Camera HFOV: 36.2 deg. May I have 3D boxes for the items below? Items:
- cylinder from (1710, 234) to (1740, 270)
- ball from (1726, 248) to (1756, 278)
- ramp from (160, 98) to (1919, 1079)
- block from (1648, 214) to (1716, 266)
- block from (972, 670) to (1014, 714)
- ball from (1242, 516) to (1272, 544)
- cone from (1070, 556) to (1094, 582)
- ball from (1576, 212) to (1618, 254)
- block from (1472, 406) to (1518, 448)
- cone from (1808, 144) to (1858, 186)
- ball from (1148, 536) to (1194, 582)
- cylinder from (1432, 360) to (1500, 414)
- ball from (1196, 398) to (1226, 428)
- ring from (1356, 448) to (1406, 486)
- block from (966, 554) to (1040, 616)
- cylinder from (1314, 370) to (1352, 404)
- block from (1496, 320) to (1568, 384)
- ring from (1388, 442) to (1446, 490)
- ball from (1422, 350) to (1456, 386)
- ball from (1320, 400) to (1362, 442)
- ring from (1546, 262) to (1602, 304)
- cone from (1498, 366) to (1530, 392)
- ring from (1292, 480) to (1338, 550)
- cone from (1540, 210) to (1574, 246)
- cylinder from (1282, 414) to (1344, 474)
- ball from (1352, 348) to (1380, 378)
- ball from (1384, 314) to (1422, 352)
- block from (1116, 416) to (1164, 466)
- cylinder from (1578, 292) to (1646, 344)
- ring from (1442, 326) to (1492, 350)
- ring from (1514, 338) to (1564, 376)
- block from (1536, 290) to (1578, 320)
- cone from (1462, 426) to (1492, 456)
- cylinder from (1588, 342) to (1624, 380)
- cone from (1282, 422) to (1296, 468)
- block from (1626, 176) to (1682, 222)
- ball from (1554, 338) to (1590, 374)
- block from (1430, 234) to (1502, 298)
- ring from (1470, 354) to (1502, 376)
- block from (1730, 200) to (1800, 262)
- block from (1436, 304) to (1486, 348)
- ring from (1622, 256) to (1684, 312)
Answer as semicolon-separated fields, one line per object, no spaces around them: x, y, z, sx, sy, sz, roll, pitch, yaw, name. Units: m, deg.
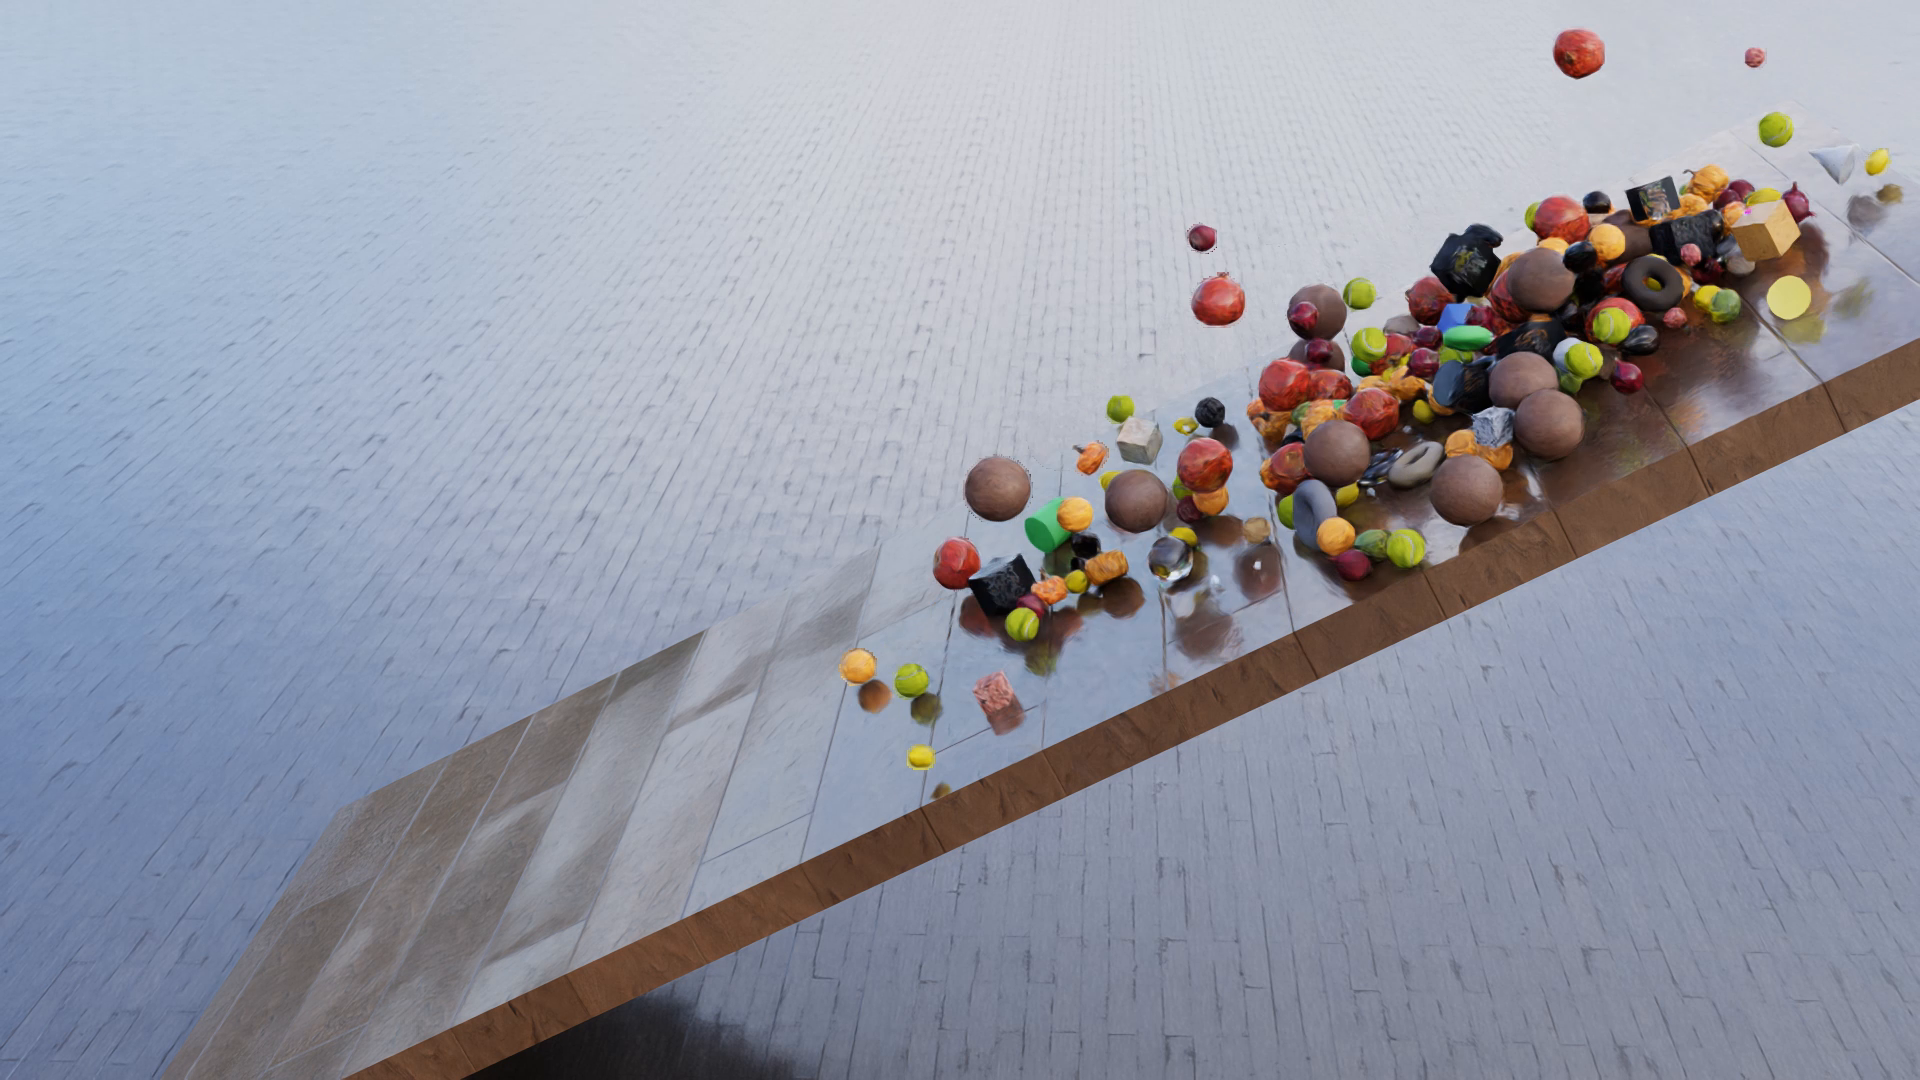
1.541;-0.580;5.904;0.054;0.054;0.054;-30;21;-3;cylinder
1.536;-0.545;5.784;0.056;0.056;0.056;0;17;0;ball
0.140;0.167;6.281;4.000;0.100;2.000;-26;14;10;ramp
1.441;-0.598;5.871;0.085;0.085;0.085;-16;6;-17;block
0.065;0.293;5.655;0.054;0.054;0.054;-23;15;21;block
0.581;-0.019;5.758;0.055;0.055;0.055;0;17;0;ball
0.246;0.072;6.128;0.052;0.052;0.052;15;38;-12;cone
1.315;-0.633;6.073;0.087;0.087;0.087;0;17;0;ball
0.979;-0.207;5.382;0.055;0.055;0.055;-22;20;-28;block
1.760;-0.775;5.964;0.089;0.089;0.089;26;28;27;cone
0.416;0.038;5.806;0.092;0.092;0.092;0;17;0;ball
0.995;-0.298;5.780;0.093;0.093;0.093;15;8;-31;cylinder
0.573;-0.291;6.725;0.070;0.070;0.070;0;17;0;ball
0.827;-0.144;5.772;0.109;0.036;0.109;-28;14;8;ring
0.092;0.096;6.226;0.092;0.092;0.092;-38;16;-33;block
0.812;-0.330;6.392;0.057;0.057;0.057;-42;-4;29;cylinder
1.127;-0.367;5.758;0.094;0.094;0.094;-6;-15;-34;block
0.877;-0.142;5.641;0.126;0.042;0.126;-34;13;9;ring
0.997;-0.356;6.114;0.077;0.077;0.077;0;17;0;ball
0.789;-0.248;6.106;0.089;0.089;0.089;0;17;0;ball
1.263;-0.528;6.049;0.113;0.038;0.113;-9;41;8;ring
1.105;-0.311;5.841;0.061;0.061;0.061;24;28;32;cone
0.669;-0.047;5.542;0.046;0.139;0.139;-10;19;-17;ring
1.235;-0.621;6.000;0.074;0.074;0.074;-7;48;-21;cone
0.725;-0.198;6.049;0.090;0.090;0.090;15;42;41;cylinder
0.892;-0.389;6.467;0.063;0.063;0.063;0;17;0;ball
0.979;-0.460;6.509;0.083;0.083;0.083;0;17;0;ball
0.403;-0.221;6.579;0.071;0.071;0.071;13;58;26;block
1.287;-0.437;5.805;0.093;0.093;0.093;-14;1;-38;cylinder
0.968;-0.386;5.618;0.094;0.031;0.094;1;-12;0;ring
1.168;-0.367;5.899;0.119;0.040;0.119;-27;14;7;ring
1.245;-0.497;6.127;0.055;0.055;0.055;-23;10;-39;block
0.998;-0.196;5.607;0.062;0.062;0.062;9;17;27;cone
1.236;-0.343;5.640;0.060;0.060;0.060;-1;14;-2;cylinder
0.729;-0.194;6.130;0.095;0.095;0.095;6;18;18;cone
1.370;-0.674;5.814;0.066;0.066;0.066;-20;4;-21;block
1.151;-0.347;5.536;0.068;0.068;0.068;0;17;0;ball
1.085;-0.589;6.309;0.091;0.091;0.091;16;-22;51;block
1.058;-0.330;5.962;0.143;0.048;0.143;-27;13;7;ring
1.564;-0.600;5.710;0.080;0.080;0.080;-45;22;-30;block
1.058;-0.452;6.219;0.066;0.066;0.066;0;44;-19;block
1.350;-0.499;5.734;0.125;0.042;0.125;4;59;-8;ring
